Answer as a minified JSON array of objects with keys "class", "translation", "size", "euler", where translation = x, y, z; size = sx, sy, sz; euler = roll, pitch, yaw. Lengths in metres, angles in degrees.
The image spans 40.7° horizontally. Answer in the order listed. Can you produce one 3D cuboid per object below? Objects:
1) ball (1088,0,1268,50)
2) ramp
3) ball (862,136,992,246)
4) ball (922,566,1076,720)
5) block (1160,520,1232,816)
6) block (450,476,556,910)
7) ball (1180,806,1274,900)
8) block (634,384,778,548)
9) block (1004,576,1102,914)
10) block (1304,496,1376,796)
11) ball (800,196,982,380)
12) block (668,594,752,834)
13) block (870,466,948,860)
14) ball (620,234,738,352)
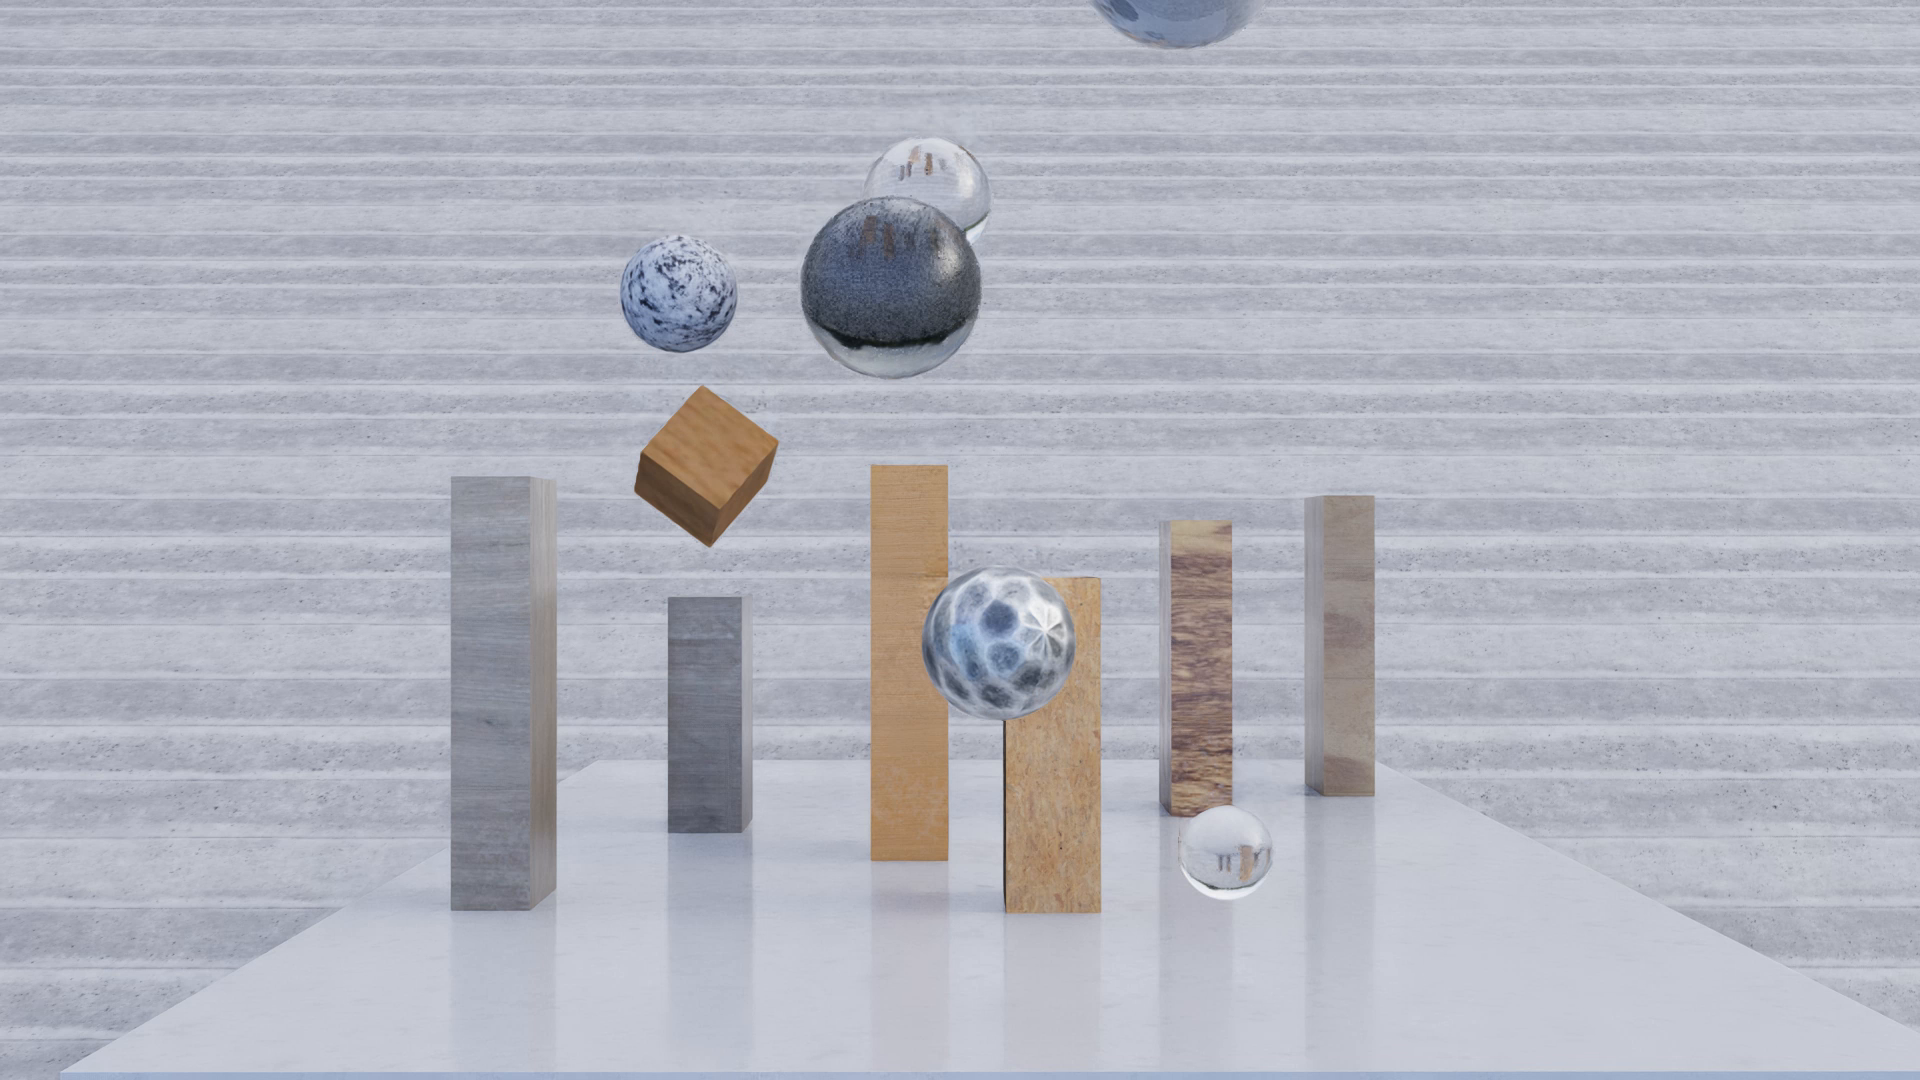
[{"class":"ball","translation":[0.206,-0.561,2.426],"size":[0.201,0.201,0.201],"euler":[0,31,0]},{"class":"ramp","translation":[0.068,0.608,4.676],"size":[2.000,0.100,4.000],"euler":[0,0,0]},{"class":"ball","translation":[-0.034,-0.353,2.689],"size":[0.134,0.134,0.134],"euler":[0,31,0]},{"class":"ball","translation":[0.046,0.121,3.061],"size":[0.183,0.183,0.183],"euler":[0,31,0]},{"class":"block","translation":[0.490,0.261,5.406],"size":[0.124,0.601,0.317],"euler":[0,0,0]},{"class":"block","translation":[-0.703,0.230,4.006],"size":[0.119,0.650,0.259],"euler":[0,0,0]},{"class":"ball","translation":[0.311,0.365,3.019],"size":[0.109,0.109,0.109],"euler":[0,31,0]},{"class":"block","translation":[-0.282,-0.081,2.869],"size":[0.107,0.107,0.107],"euler":[36,65,5]},{"class":"block","translation":[0.139,0.306,3.977],"size":[0.141,0.498,0.261],"euler":[0,0,0]},{"class":"block","translation":[0.853,0.233,5.833],"size":[0.112,0.660,0.312],"euler":[0,0,0]},{"class":"ball","translation":[-0.068,-0.250,2.563],"size":[0.181,0.181,0.181],"euler":[0,31,0]},{"class":"block","translation":[-0.488,0.335,5.074],"size":[0.141,0.451,0.259],"euler":[0,0,0]},{"class":"block","translation":[-0.088,0.214,4.656],"size":[0.134,0.688,0.315],"euler":[0,0,0]},{"class":"ball","translation":[-0.281,-0.246,2.591],"size":[0.118,0.118,0.118],"euler":[0,31,0]}]
